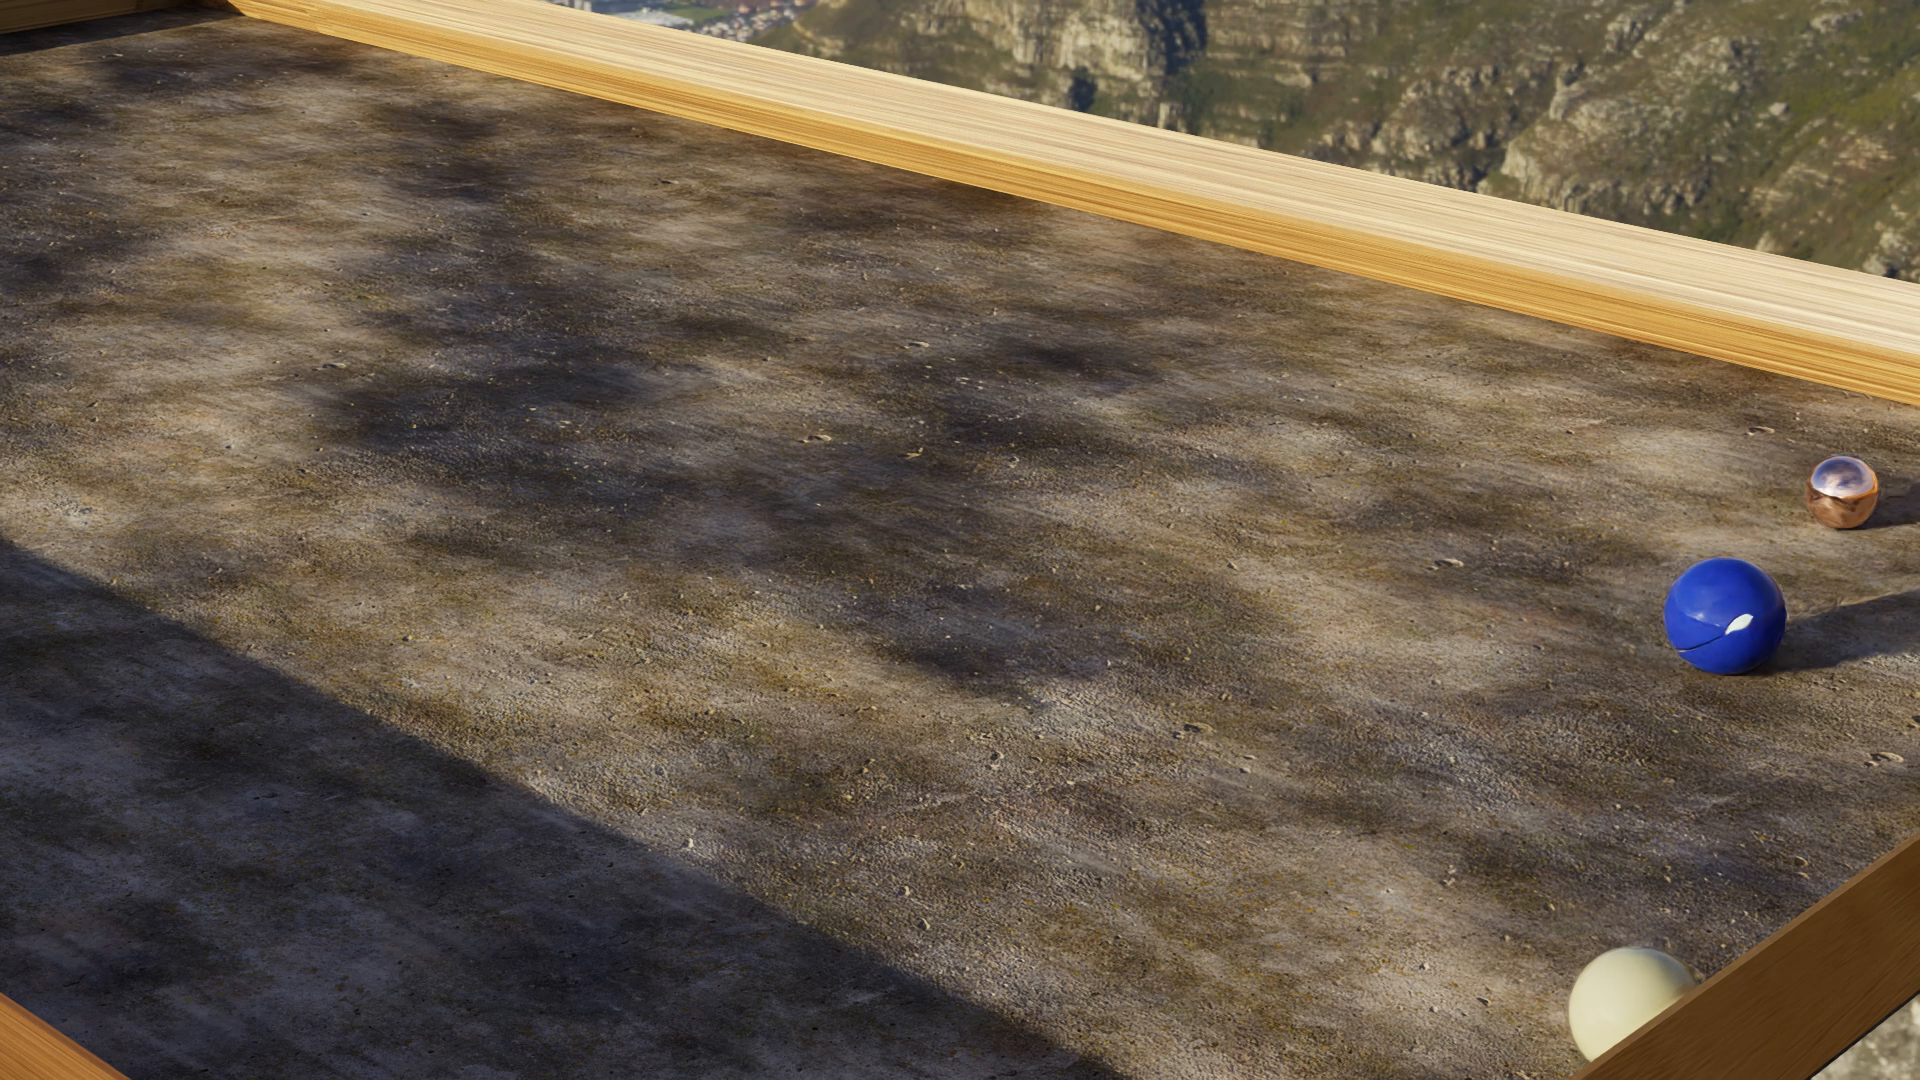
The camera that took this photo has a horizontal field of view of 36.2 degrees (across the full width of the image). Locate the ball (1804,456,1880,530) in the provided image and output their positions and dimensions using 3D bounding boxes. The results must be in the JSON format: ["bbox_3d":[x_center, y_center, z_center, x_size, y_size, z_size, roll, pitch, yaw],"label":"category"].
[{"bbox_3d":[0.823,-0.044,2.746,0.068,0.068,0.068,0,21,0],"label":"ball"}]

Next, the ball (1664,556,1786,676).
[{"bbox_3d":[0.631,0.062,2.428,0.098,0.098,0.098,0,21,0],"label":"ball"}]

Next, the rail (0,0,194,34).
[{"bbox_3d":[-2.060,-0.720,4.408,0.045,0.128,2.128,19,28,40],"label":"rail"}]

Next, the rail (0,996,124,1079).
[{"bbox_3d":[-1.407,0.019,2.497,3.811,0.128,0.045,19,28,40],"label":"rail"}]

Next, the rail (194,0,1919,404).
[{"bbox_3d":[0.022,-0.526,3.907,3.811,0.128,0.045,19,28,40],"label":"rail"}]

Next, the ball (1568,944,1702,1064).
[{"bbox_3d":[0.425,0.296,1.840,0.086,0.086,0.086,0,21,0],"label":"ball"}]

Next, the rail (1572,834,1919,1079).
[{"bbox_3d":[0.675,0.212,1.996,0.045,0.128,2.128,19,28,40],"label":"rail"}]
